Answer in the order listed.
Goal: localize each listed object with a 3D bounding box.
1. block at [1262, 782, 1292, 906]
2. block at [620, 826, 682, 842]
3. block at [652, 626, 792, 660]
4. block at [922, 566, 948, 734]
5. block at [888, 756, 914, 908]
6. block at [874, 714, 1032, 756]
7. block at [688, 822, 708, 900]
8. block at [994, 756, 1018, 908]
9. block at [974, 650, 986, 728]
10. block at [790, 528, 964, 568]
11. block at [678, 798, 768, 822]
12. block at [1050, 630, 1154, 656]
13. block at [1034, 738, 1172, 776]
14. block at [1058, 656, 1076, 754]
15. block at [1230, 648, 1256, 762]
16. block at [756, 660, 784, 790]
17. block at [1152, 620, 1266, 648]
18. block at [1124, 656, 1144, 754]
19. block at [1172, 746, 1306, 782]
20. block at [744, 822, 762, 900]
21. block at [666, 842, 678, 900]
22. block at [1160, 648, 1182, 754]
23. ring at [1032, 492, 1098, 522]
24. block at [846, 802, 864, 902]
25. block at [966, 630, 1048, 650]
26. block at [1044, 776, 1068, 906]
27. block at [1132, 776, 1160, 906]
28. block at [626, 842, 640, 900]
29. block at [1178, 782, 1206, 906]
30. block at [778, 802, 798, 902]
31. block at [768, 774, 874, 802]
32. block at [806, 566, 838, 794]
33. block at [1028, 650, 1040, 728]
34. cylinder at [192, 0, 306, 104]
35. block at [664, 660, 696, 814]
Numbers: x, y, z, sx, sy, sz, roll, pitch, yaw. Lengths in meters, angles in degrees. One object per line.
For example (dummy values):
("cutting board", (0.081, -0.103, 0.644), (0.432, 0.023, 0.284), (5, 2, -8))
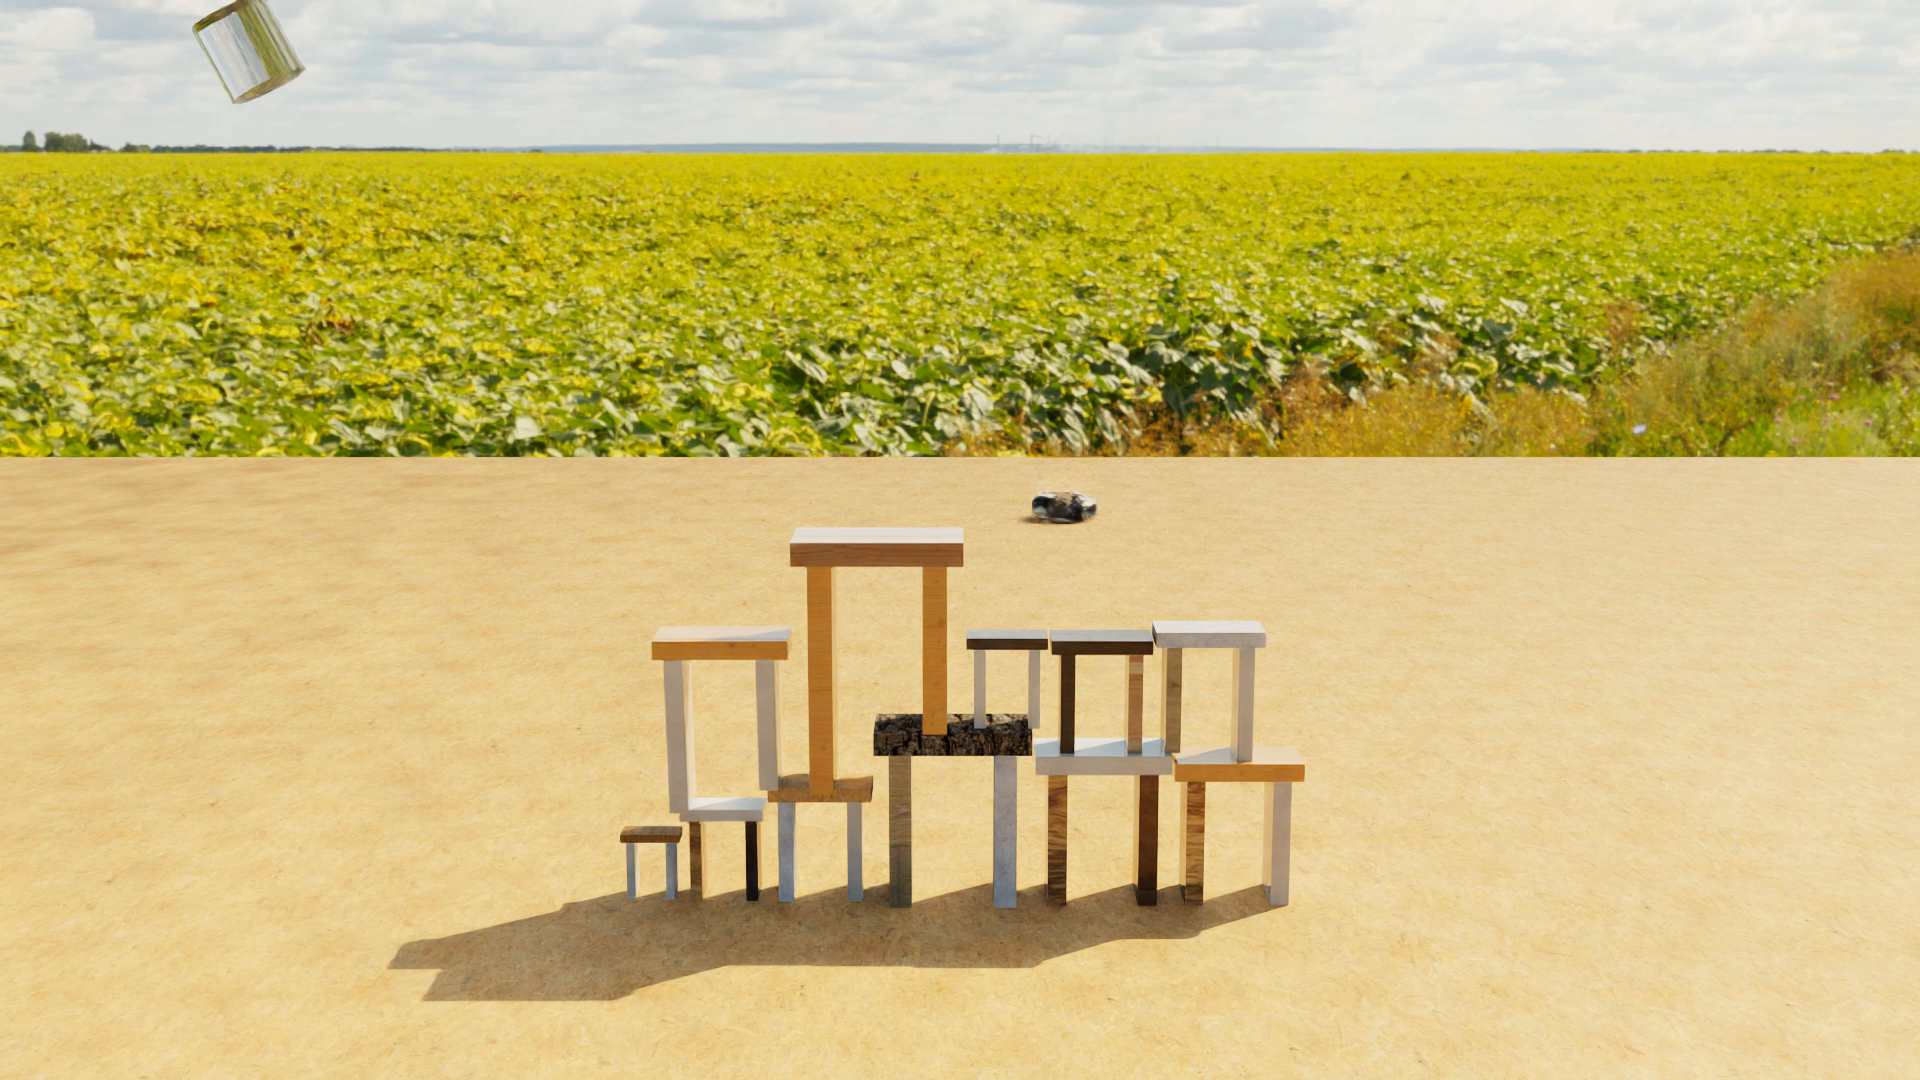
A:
("block", (0.525, 0.487, 3.646), (0.030, 0.211, 0.105), (0, 11, 0))
("block", (-0.512, 0.488, 3.647), (0.097, 0.014, 0.049), (0, 11, 0))
("block", (-0.388, 0.168, 3.594), (0.219, 0.031, 0.109), (0, 11, 0))
("block", (-0.040, 0.166, 3.590), (0.039, 0.275, 0.138), (0, 11, 0))
("block", (-0.097, 0.464, 3.642), (0.036, 0.257, 0.129), (0, 11, 0))
("block", (-0.011, 0.320, 3.615), (0.257, 0.036, 0.129), (0, 11, 0))
("block", (-0.435, 0.522, 3.655), (0.020, 0.138, 0.069), (0, 11, 1))
("block", (0.074, 0.464, 3.642), (0.036, 0.257, 0.129), (0, 11, 0))
("block", (0.032, 0.237, 3.601), (0.019, 0.132, 0.066), (0, 11, 0))
("block", (-0.132, 0.011, 3.561), (0.275, 0.039, 0.138), (0, 11, 0))
("block", (-0.391, 0.445, 3.637), (0.138, 0.020, 0.069), (0, 11, 1))
("block", (0.230, 0.167, 3.591), (0.165, 0.023, 0.082), (0, 11, 0))
("block", (0.233, 0.356, 3.623), (0.222, 0.031, 0.111), (0, 11, 0))
("block", (0.175, 0.259, 3.608), (0.023, 0.165, 0.082), (0, 11, 0))
("block", (0.464, 0.259, 3.612), (0.025, 0.190, 0.088), (0, 11, 0))
("block", (-0.313, 0.291, 3.617), (0.031, 0.219, 0.109), (-1, 11, 0))
("block", (0.406, 0.154, 3.593), (0.176, 0.025, 0.088), (0, 11, 0))
("block", (0.285, 0.259, 3.608), (0.023, 0.165, 0.082), (0, 11, 0))
("block", (0.455, 0.369, 3.624), (0.211, 0.030, 0.105), (0, 11, 0))
("block", (-0.343, 0.522, 3.656), (0.020, 0.138, 0.069), (0, 11, 0))
("block", (-0.479, 0.543, 3.657), (0.014, 0.097, 0.049), (0, 11, 0))
("block", (0.347, 0.253, 3.611), (0.025, 0.176, 0.088), (0, 11, 0))
("ring", (0.344, -0.110, 7.234), (0.221, 0.074, 0.221), (3, 11, -1))
("block", (-0.173, 0.506, 3.658), (0.024, 0.170, 0.085), (0, 11, 0))
("block", (0.077, 0.162, 3.587), (0.132, 0.019, 0.066), (0, 11, 0))
("block", (0.159, 0.481, 3.646), (0.031, 0.222, 0.111), (0, 11, 0))
("block", (0.308, 0.481, 3.646), (0.031, 0.222, 0.111), (0, 11, 0))
("block", (-0.544, 0.543, 3.657), (0.014, 0.097, 0.049), (0, 11, 0))
("block", (0.385, 0.487, 3.646), (0.030, 0.211, 0.105), (0, 11, 0))
("block", (-0.287, 0.505, 3.658), (0.024, 0.170, 0.085), (0, 11, 0))
("block", (-0.230, 0.410, 3.640), (0.170, 0.024, 0.085), (0, 11, 0))
("block", (-0.224, 0.215, 3.598), (0.039, 0.375, 0.138), (0, 11, 0))
("block", (0.121, 0.237, 3.601), (0.019, 0.132, 0.066), (0, 11, 0))
("cylinder", (-1.775, -1.225, 5.490), (0.200, 0.200, 0.200), (-27, 10, 5))
("block", (-0.460, 0.310, 3.616), (0.031, 0.256, 0.109), (-1, 11, 0))
